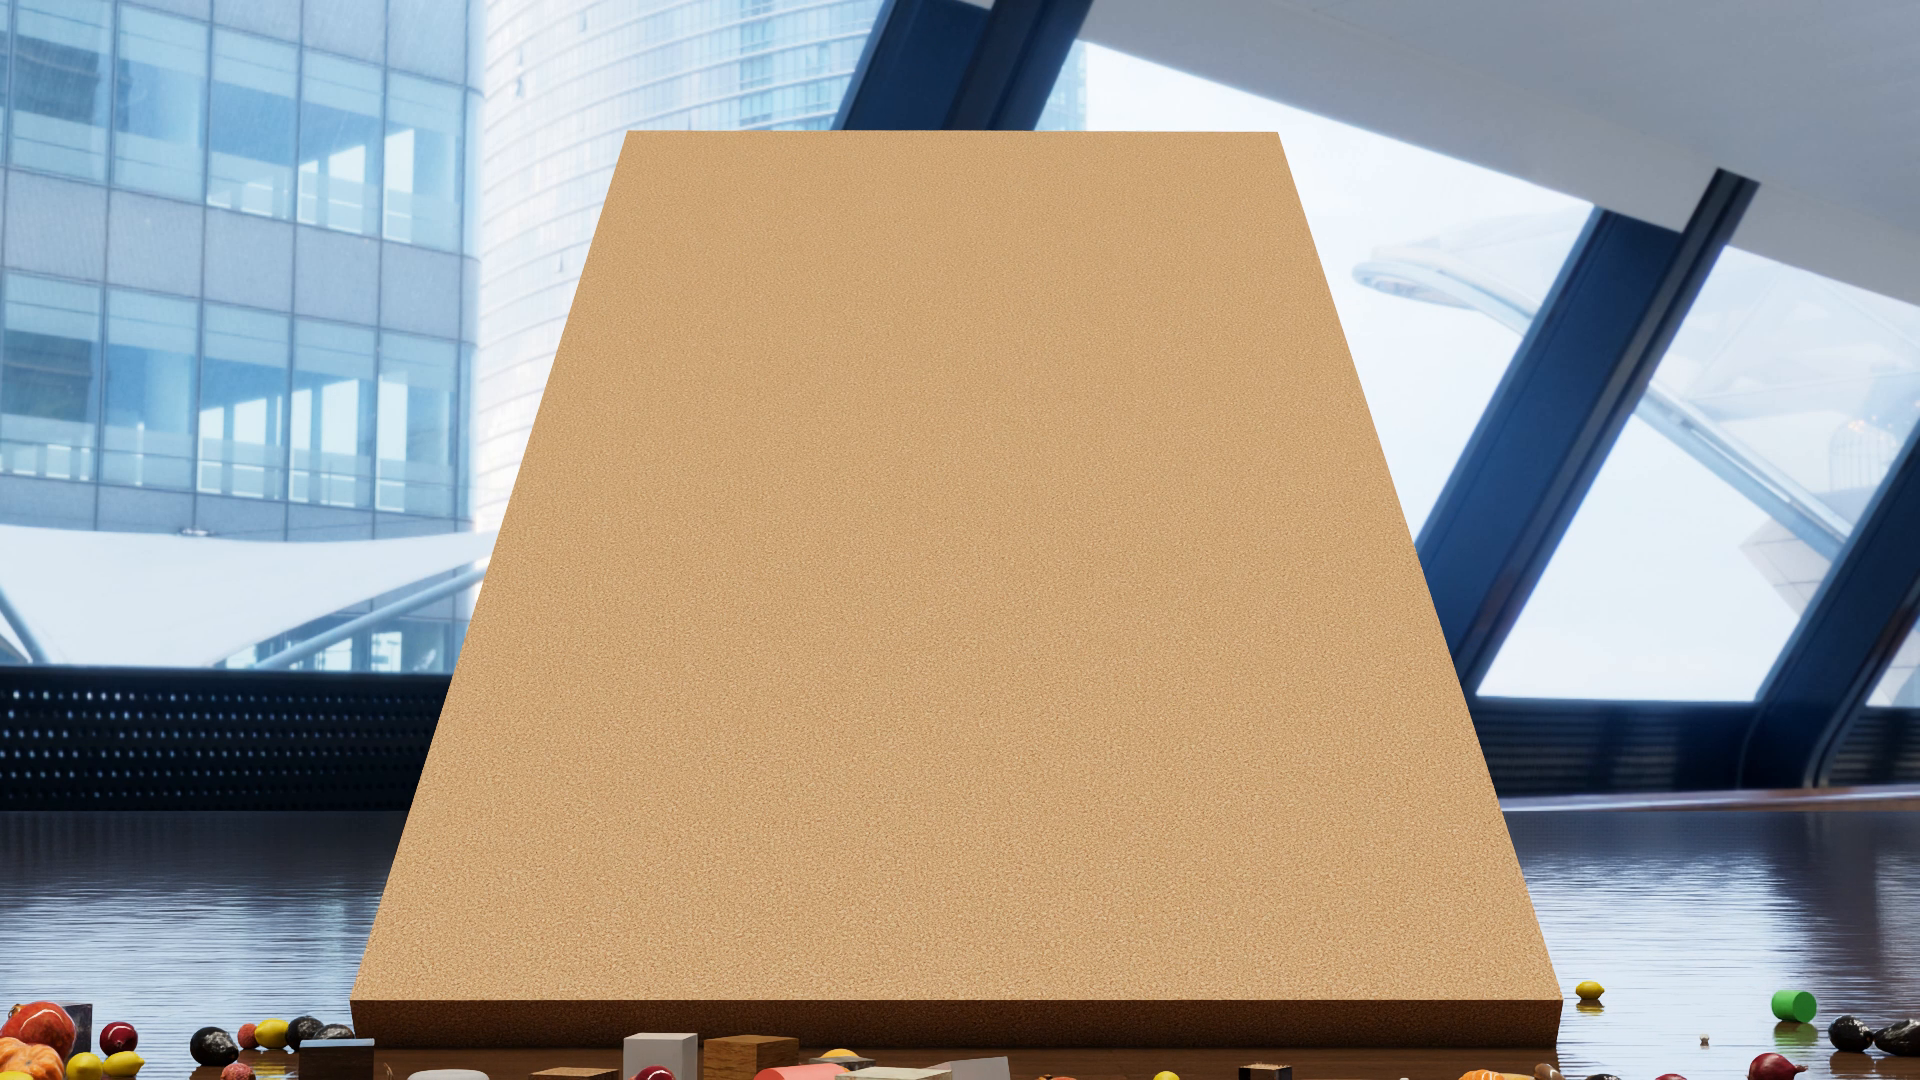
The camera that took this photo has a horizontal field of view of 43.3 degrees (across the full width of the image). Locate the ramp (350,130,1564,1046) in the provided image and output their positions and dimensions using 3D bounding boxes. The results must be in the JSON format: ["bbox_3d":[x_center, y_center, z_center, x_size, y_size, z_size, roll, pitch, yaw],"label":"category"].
[{"bbox_3d":[-0.013,-0.207,5.737,2.000,0.100,4.000,0,30,0],"label":"ramp"}]

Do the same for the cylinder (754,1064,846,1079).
[{"bbox_3d":[-0.188,0.670,2.868,0.092,0.092,0.092,5,-8,-41],"label":"cylinder"}]

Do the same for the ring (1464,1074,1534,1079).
[{"bbox_3d":[0.720,0.735,3.223,0.117,0.039,0.117,-1,-5,0],"label":"ring"}]

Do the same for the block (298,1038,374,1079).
[{"bbox_3d":[-0.808,0.698,3.135,0.093,0.093,0.093,1,-6,-13],"label":"block"}]

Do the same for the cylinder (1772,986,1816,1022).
[{"bbox_3d":[1.548,0.865,4.493,0.057,0.057,0.057,4,10,-32],"label":"cylinder"}]

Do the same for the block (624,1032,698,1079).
[{"bbox_3d":[-0.413,0.726,3.335,0.083,0.083,0.083,-1,-6,8],"label":"block"}]

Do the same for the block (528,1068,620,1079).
[{"bbox_3d":[-0.465,0.680,2.909,0.080,0.080,0.080,-2,-7,18],"label":"block"}]

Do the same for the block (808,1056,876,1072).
[{"bbox_3d":[-0.156,0.719,3.196,0.065,0.065,0.065,4,-7,-32],"label":"block"}]

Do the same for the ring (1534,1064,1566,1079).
[{"bbox_3d":[0.793,0.724,3.208,0.075,0.025,0.075,44,-5,5],"label":"ring"}]

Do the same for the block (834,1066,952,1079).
[{"bbox_3d":[-0.074,0.650,2.721,0.099,0.099,0.099,-3,-7,24],"label":"block"}]

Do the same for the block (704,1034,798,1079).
[{"bbox_3d":[-0.278,0.709,3.219,0.090,0.090,0.090,-4,-8,34],"label":"block"}]

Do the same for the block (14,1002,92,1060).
[{"bbox_3d":[-1.452,0.785,3.875,0.082,0.082,0.082,-3,-7,29],"label":"block"}]

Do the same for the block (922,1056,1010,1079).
[{"bbox_3d":[0.002,0.661,2.848,0.086,0.086,0.086,5,-22,-39],"label":"block"}]

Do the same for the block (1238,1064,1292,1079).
[{"bbox_3d":[0.408,0.729,3.227,0.052,0.052,0.052,-4,-8,34],"label":"block"}]

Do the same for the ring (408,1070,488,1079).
[{"bbox_3d":[-0.697,0.744,3.295,0.115,0.038,0.115,0,-7,0],"label":"ring"}]
